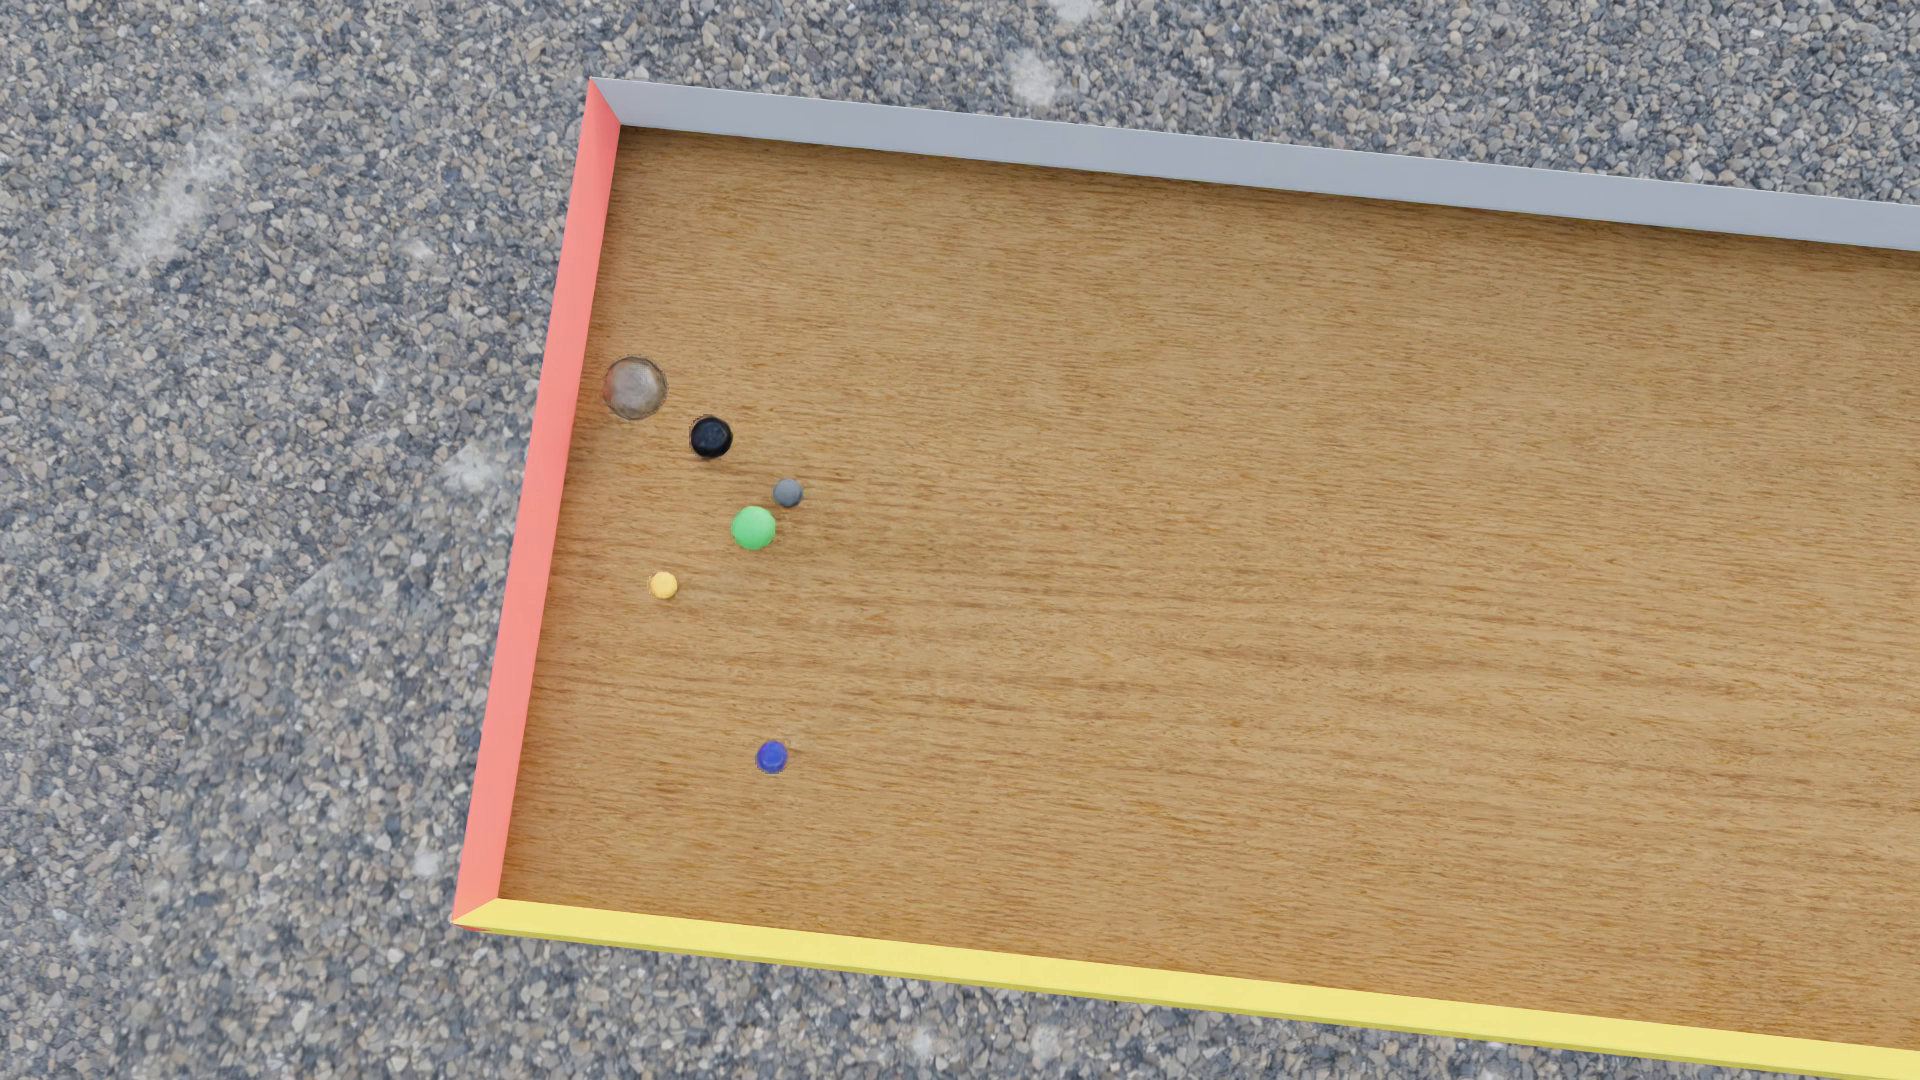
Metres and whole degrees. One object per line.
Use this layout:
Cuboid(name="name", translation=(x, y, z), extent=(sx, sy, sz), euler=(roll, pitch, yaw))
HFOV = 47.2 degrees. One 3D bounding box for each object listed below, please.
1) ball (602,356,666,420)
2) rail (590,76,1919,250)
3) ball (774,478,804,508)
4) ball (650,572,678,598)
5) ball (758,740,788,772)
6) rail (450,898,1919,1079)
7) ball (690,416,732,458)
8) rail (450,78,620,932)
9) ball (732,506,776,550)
Cuboid(name="ball", translation=(-0.503, -0.234, 3.398), extent=(0.099, 0.099, 0.099), euler=(0, 75, 0))
Cuboid(name="rail", translation=(0.718, -0.555, 3.468), extent=(2.617, 0.128, 0.045), euler=(6, 75, 2))
Cuboid(name="ball", translation=(-0.264, -0.073, 3.381), extent=(0.046, 0.046, 0.046), euler=(0, 75, 0))
Cuboid(name="ball", translation=(-0.451, 0.068, 3.346), extent=(0.041, 0.041, 0.041), euler=(0, 75, 0))
Cuboid(name="ball", translation=(-0.279, 0.322, 3.275), extent=(0.046, 0.046, 0.046), euler=(0, 75, 0))
Cuboid(name="rail", translation=(0.583, 0.668, 3.138), extent=(2.617, 0.128, 0.045), euler=(6, 75, 2))
Cuboid(name="ball", translation=(-0.384, -0.158, 3.394), extent=(0.065, 0.065, 0.065), euler=(0, 75, 0))
Cuboid(name="rail", translation=(-0.627, -0.074, 3.338), extent=(0.045, 0.128, 1.322), euler=(6, 75, 2))
Cuboid(name="ball", translation=(-0.314, -0.019, 3.356), extent=(0.067, 0.067, 0.067), euler=(0, 75, 0))
